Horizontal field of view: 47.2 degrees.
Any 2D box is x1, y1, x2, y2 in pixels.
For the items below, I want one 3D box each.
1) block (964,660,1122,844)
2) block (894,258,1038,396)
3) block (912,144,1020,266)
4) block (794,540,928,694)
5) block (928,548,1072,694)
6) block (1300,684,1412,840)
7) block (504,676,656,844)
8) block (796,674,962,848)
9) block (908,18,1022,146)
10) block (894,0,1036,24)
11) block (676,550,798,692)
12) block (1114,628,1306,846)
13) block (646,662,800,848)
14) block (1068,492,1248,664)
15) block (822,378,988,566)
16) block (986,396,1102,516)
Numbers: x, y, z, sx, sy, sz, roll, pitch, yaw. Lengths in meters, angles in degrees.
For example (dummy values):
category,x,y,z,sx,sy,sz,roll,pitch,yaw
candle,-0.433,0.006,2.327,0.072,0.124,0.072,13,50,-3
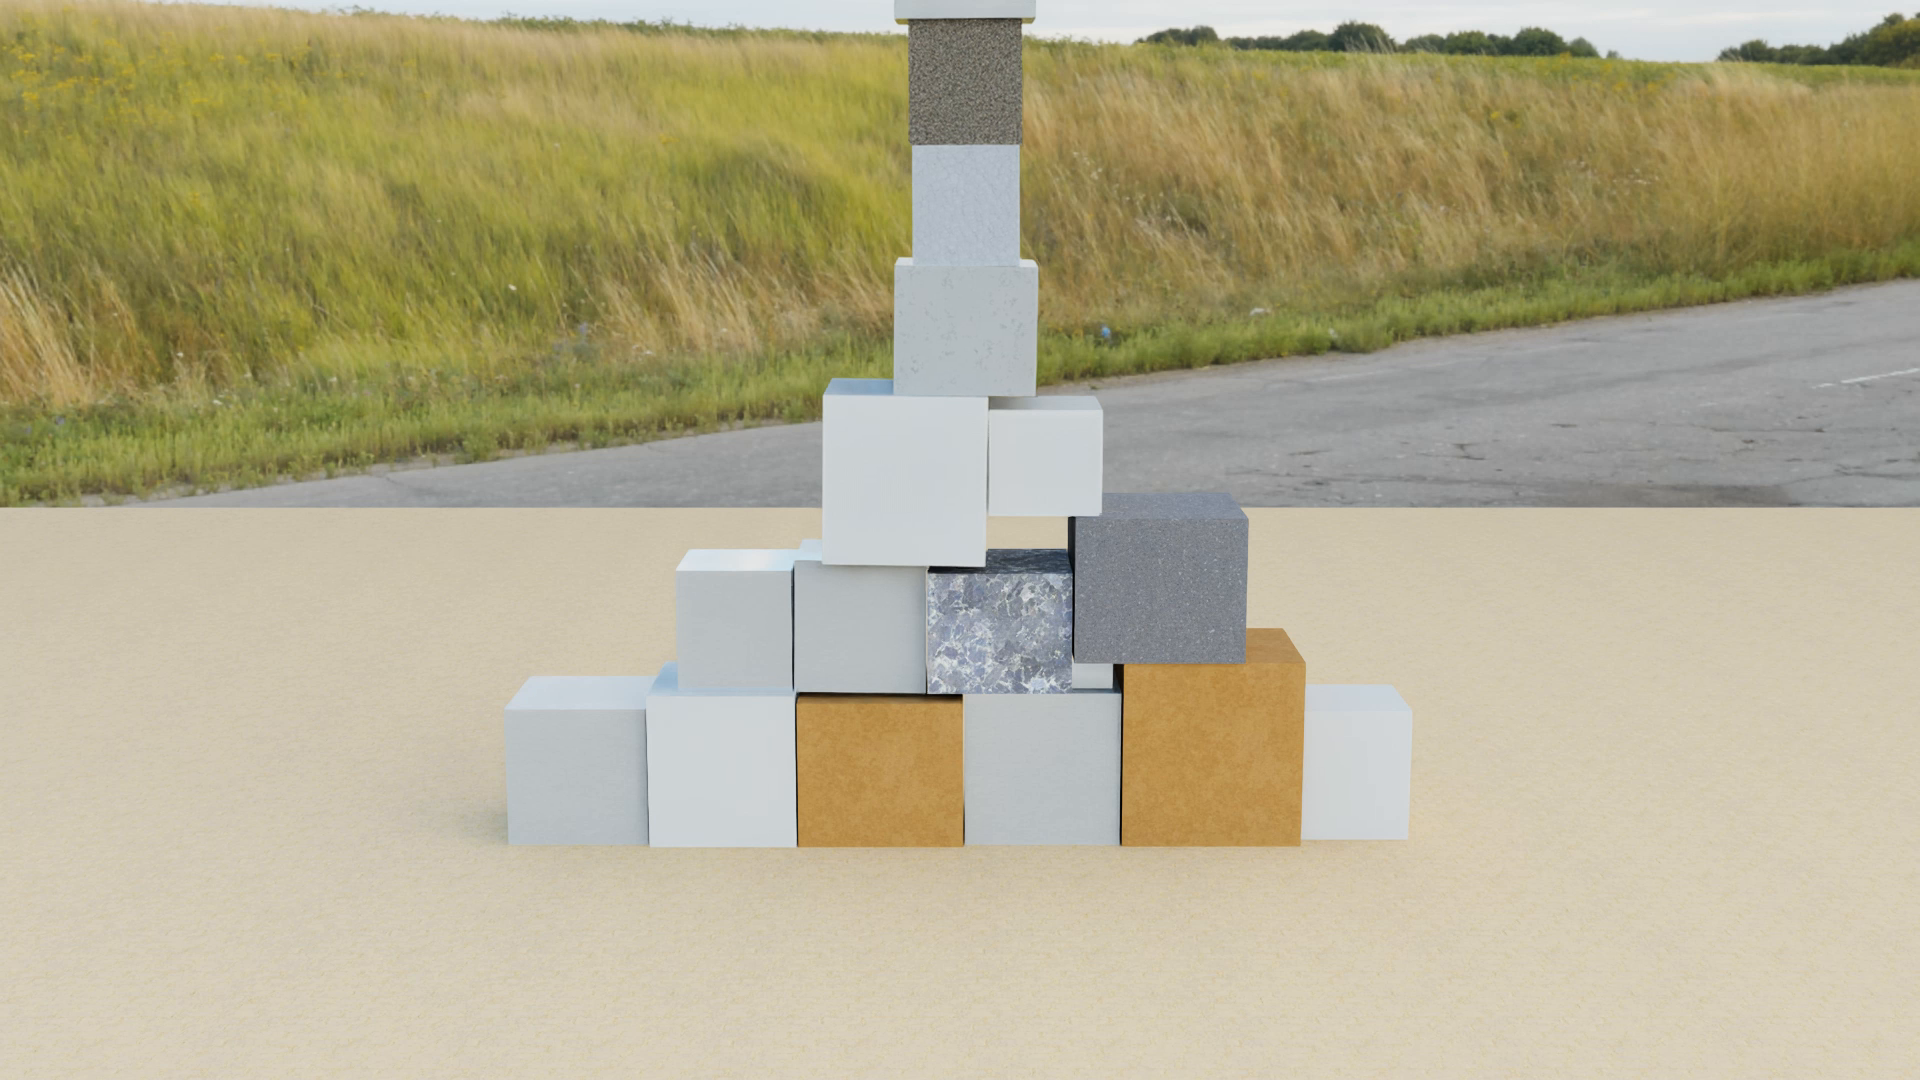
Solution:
category,x,y,z,sx,sy,sz,roll,pitch,yaw
block,0.415,1.089,11.381,0.780,0.785,0.711,0,10,0
block,0.027,-1.073,11.000,0.694,0.628,0.679,1,10,0
block,0.029,-1.665,10.878,0.516,0.569,0.588,0,10,0
block,-0.496,0.384,11.246,0.659,0.672,0.577,1,10,0
block,0.197,0.406,11.243,0.718,0.610,0.685,0,10,0
block,2.002,1.143,11.396,0.552,0.673,0.552,0,10,0
block,-1.925,1.130,11.386,0.706,0.704,0.696,0,10,0
block,-0.399,1.108,11.394,0.827,0.744,0.809,0,10,0
block,0.026,-2.240,10.789,0.543,0.594,0.535,0,10,0
block,0.023,-2.817,10.678,0.674,0.582,0.591,0,10,0
block,-1.127,0.405,11.248,0.573,0.619,0.572,0,10,0
block,1.265,1.006,11.379,0.901,0.950,0.795,0,10,0
block,-1.192,1.094,11.368,0.739,0.780,0.756,0,10,0
block,0.990,0.182,11.222,0.847,0.727,0.809,0,10,0
block,-0.270,-0.355,11.113,0.801,0.835,0.777,1,10,0
block,0.417,-0.430,11.089,0.563,0.525,0.609,0,10,0
